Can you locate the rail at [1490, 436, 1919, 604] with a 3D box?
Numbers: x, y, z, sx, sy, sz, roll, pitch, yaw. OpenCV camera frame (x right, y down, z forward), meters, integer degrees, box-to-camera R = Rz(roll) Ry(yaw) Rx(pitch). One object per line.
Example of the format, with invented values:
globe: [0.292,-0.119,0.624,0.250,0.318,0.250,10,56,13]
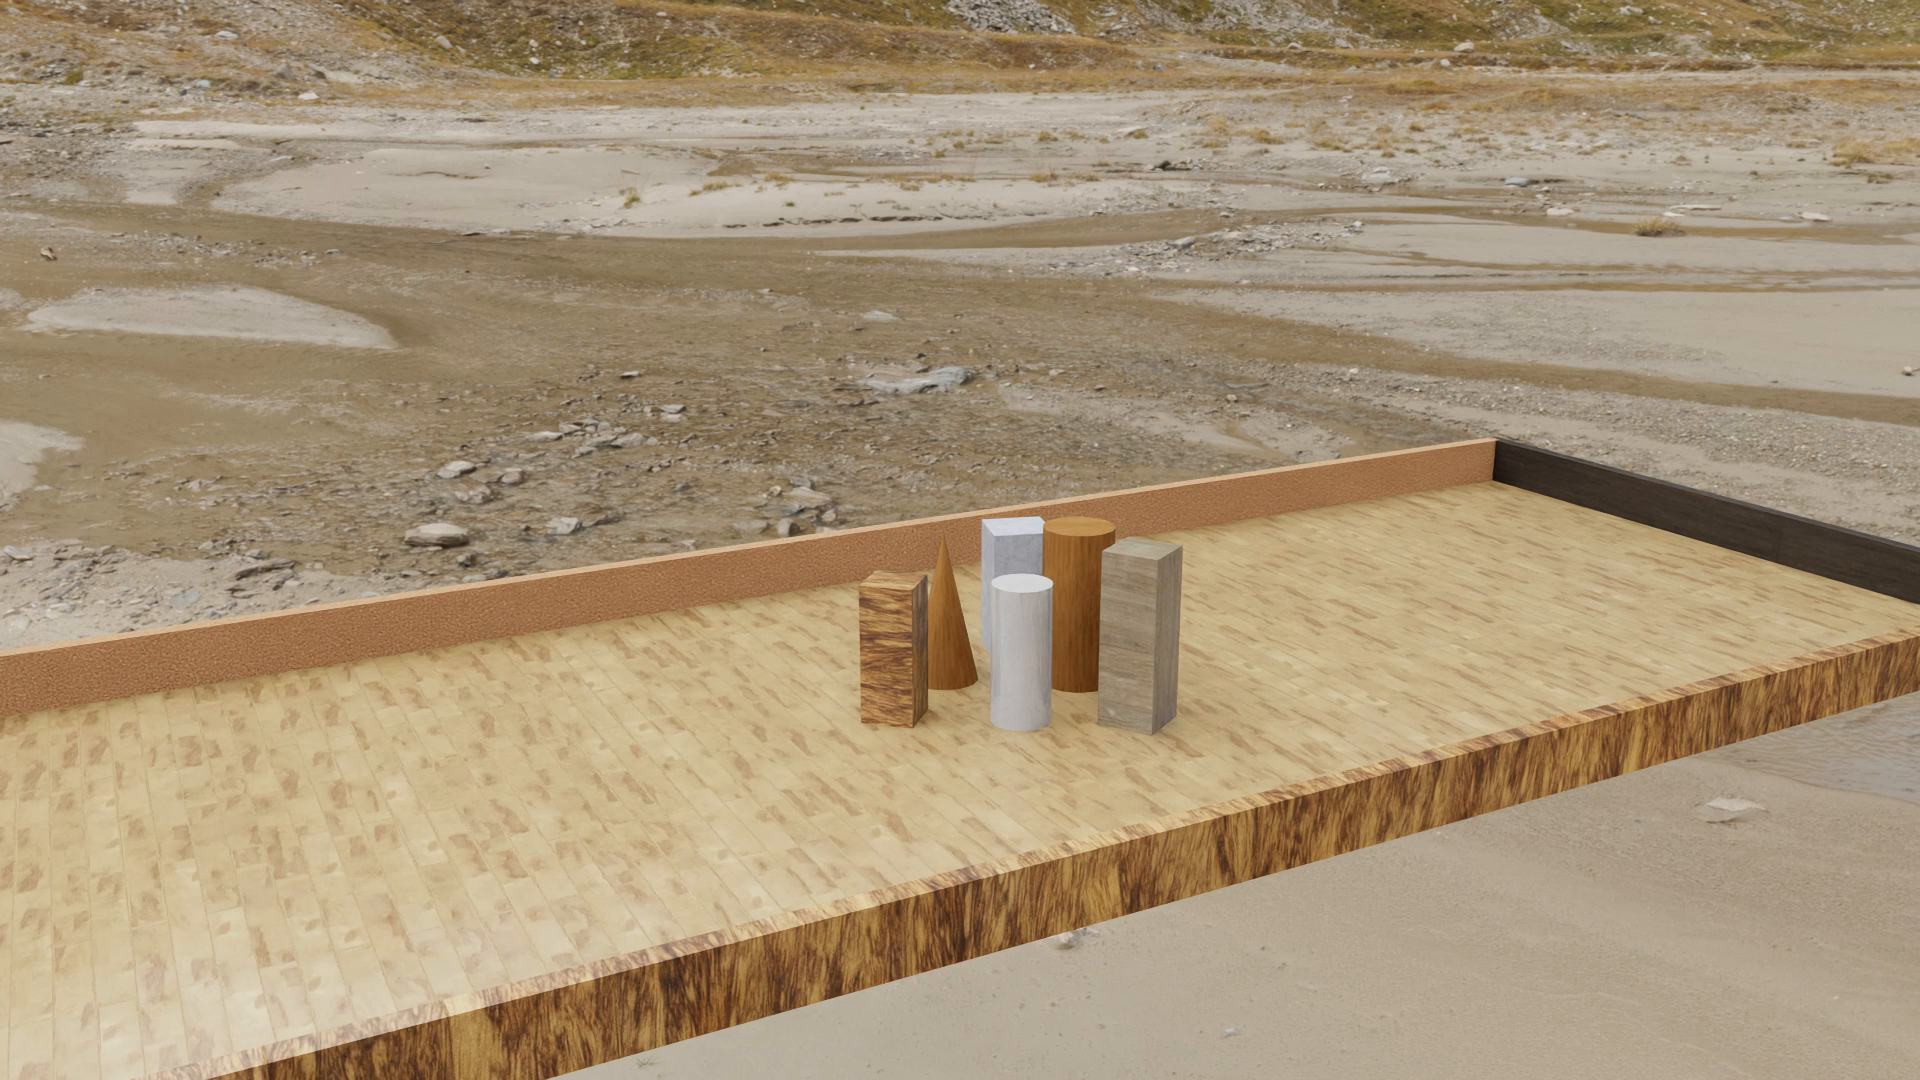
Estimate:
rail: [2.466,-0.048,5.253,0.050,0.150,2.100,-9,18,-27]

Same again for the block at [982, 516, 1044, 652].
block: [0.149,0.125,4.332,0.157,0.337,0.157,-3,17,-11]

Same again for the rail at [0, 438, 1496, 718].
rail: [-3.305,0.497,3.399,12.000,0.150,0.050,-9,18,-27]

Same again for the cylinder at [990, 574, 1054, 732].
cylinder: [0.144,0.262,3.860,0.144,0.340,0.144,0,16,0]

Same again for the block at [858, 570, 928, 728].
block: [-0.155,0.256,3.882,0.127,0.340,0.127,5,17,15]

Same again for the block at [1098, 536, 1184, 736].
block: [0.419,0.222,3.844,0.139,0.425,0.139,10,19,30]

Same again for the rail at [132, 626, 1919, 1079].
rail: [-2.336,1.006,1.665,12.000,0.150,0.050,-9,18,-27]

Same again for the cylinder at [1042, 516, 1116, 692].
cylinder: [0.292,0.159,4.100,0.177,0.402,0.177,0,16,0]

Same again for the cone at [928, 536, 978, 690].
cone: [-0.040,0.165,4.116,0.171,0.381,0.171,0,16,0]
